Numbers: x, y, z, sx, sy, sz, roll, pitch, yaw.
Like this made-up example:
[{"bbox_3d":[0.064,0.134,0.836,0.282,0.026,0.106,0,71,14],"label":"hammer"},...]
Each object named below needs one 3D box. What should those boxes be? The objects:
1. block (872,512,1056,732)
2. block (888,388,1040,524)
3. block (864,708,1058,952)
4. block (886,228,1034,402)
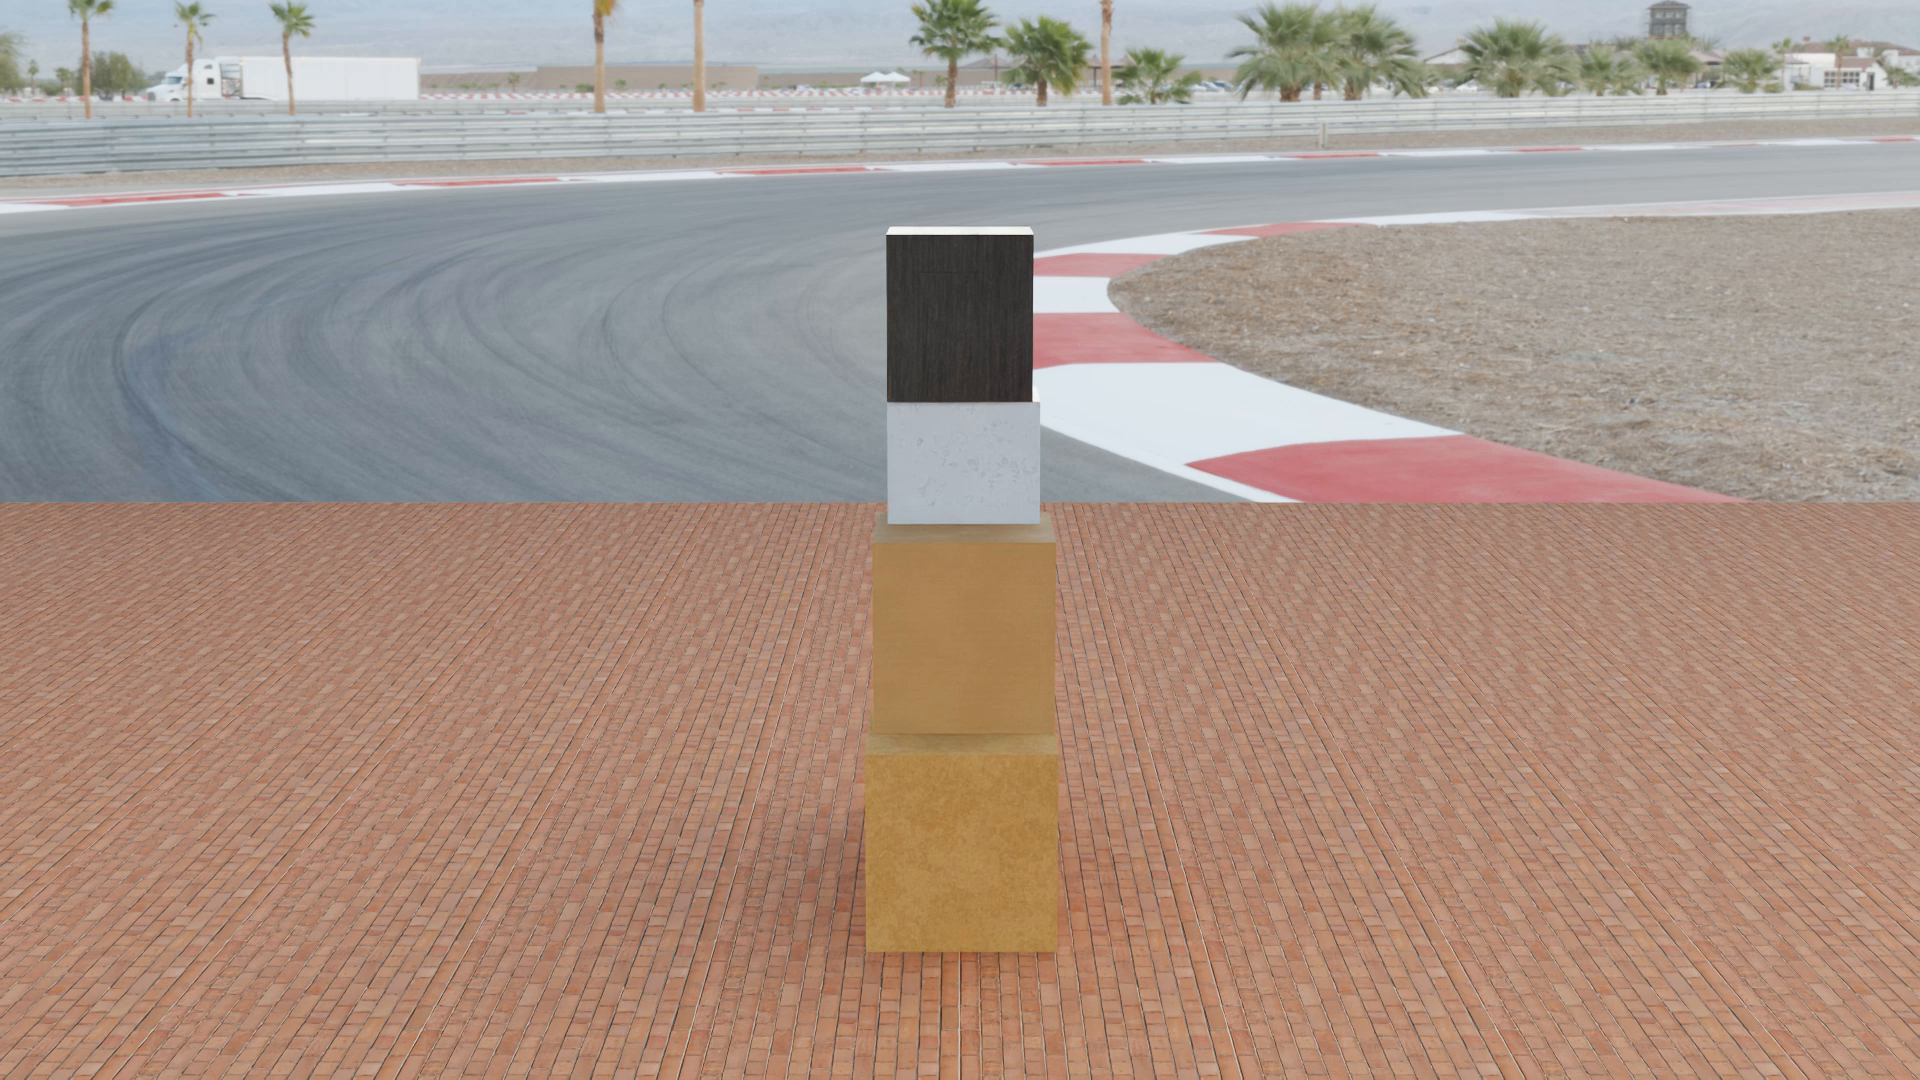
[{"bbox_3d":[0.017,0.338,10.882,0.746,0.795,0.762,0,10,0],"label":"block"},{"bbox_3d":[0.016,-0.372,11.123,0.646,0.523,0.546,0,10,0],"label":"block"},{"bbox_3d":[0.007,1.194,10.696,0.774,0.823,0.768,0,10,0],"label":"block"},{"bbox_3d":[0.000,-0.976,11.019,0.613,0.701,0.585,0,10,0],"label":"block"}]
